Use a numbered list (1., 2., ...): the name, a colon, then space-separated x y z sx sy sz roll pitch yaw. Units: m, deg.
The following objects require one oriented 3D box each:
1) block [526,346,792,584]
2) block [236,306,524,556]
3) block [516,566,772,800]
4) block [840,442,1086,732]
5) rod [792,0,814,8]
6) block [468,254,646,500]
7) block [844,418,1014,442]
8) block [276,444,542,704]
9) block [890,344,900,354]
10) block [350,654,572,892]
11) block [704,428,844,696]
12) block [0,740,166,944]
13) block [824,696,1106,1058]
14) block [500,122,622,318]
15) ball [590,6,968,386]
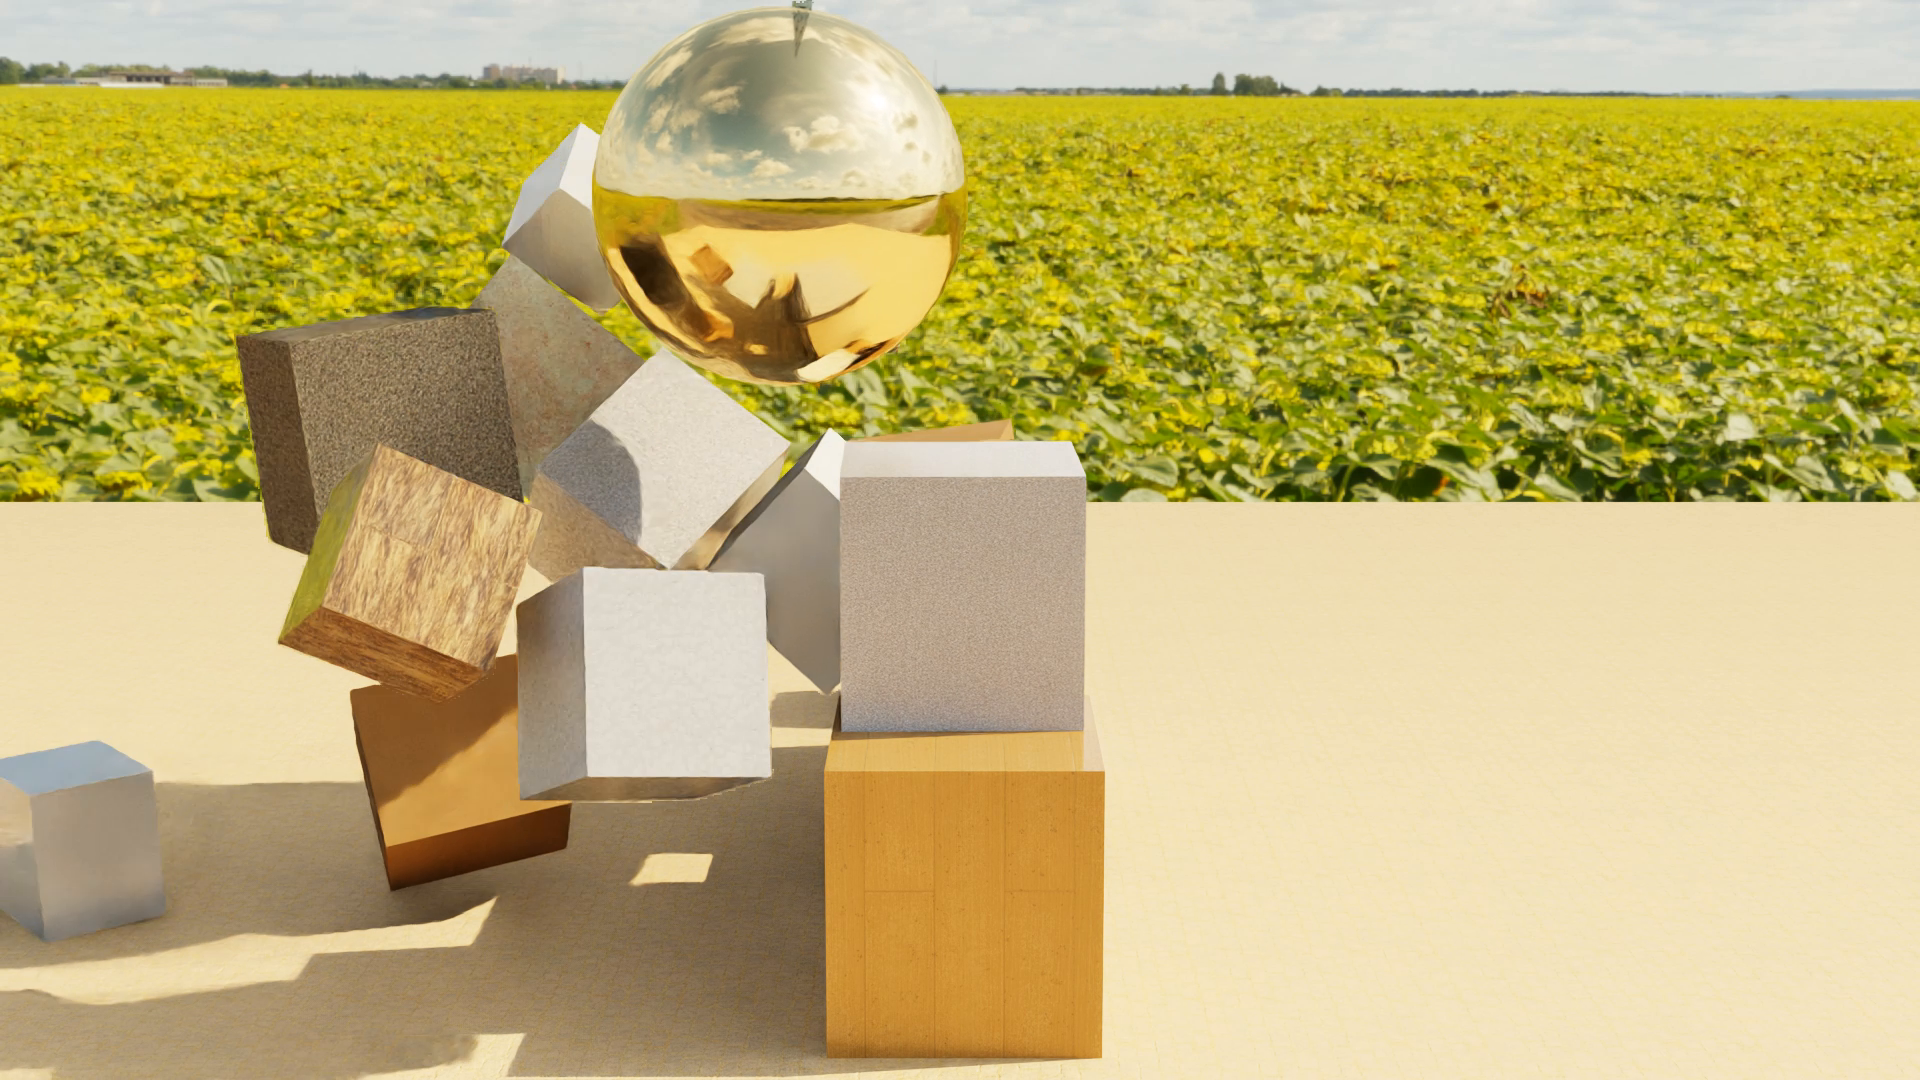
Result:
1. block: -1.443 -0.186 12.068 0.768 0.815 0.920 37 57 7
2. block: -2.402 -0.462 10.617 0.843 0.879 0.865 -12 11 -28
3. block: -1.184 0.550 9.493 0.689 0.742 0.809 3 -12 -26
4. block: 0.002 0.161 9.986 0.911 0.967 0.913 0 10 -1
5. rod: -0.331 -4.775 10.312 0.080 5.200 0.080 7 10 -1
6. block: -2.015 -0.717 12.420 0.839 0.847 0.816 39 -2 8
7. block: -0.197 -0.084 12.385 0.909 0.726 0.873 -7 14 10
8. block: -2.027 0.139 9.453 0.647 0.645 0.607 24 -25 -22
9. block: -0.481 -1.354 12.470 0.594 0.527 0.567 18 37 -4
10. block: -2.155 0.999 11.077 0.779 0.706 0.672 -12 -20 -16
11. block: -0.595 0.085 11.611 0.768 0.708 0.761 43 16 -7
12. block: -3.743 1.259 10.825 0.511 0.631 0.633 -11 15 -37
13. block: 0.017 1.244 9.729 0.994 1.071 1.131 0 10 0
14. block: -1.838 -1.596 12.816 0.624 0.512 0.539 35 39 -24
15. ball: -0.764 -1.457 10.915 1.600 1.600 1.600 0 10 0
